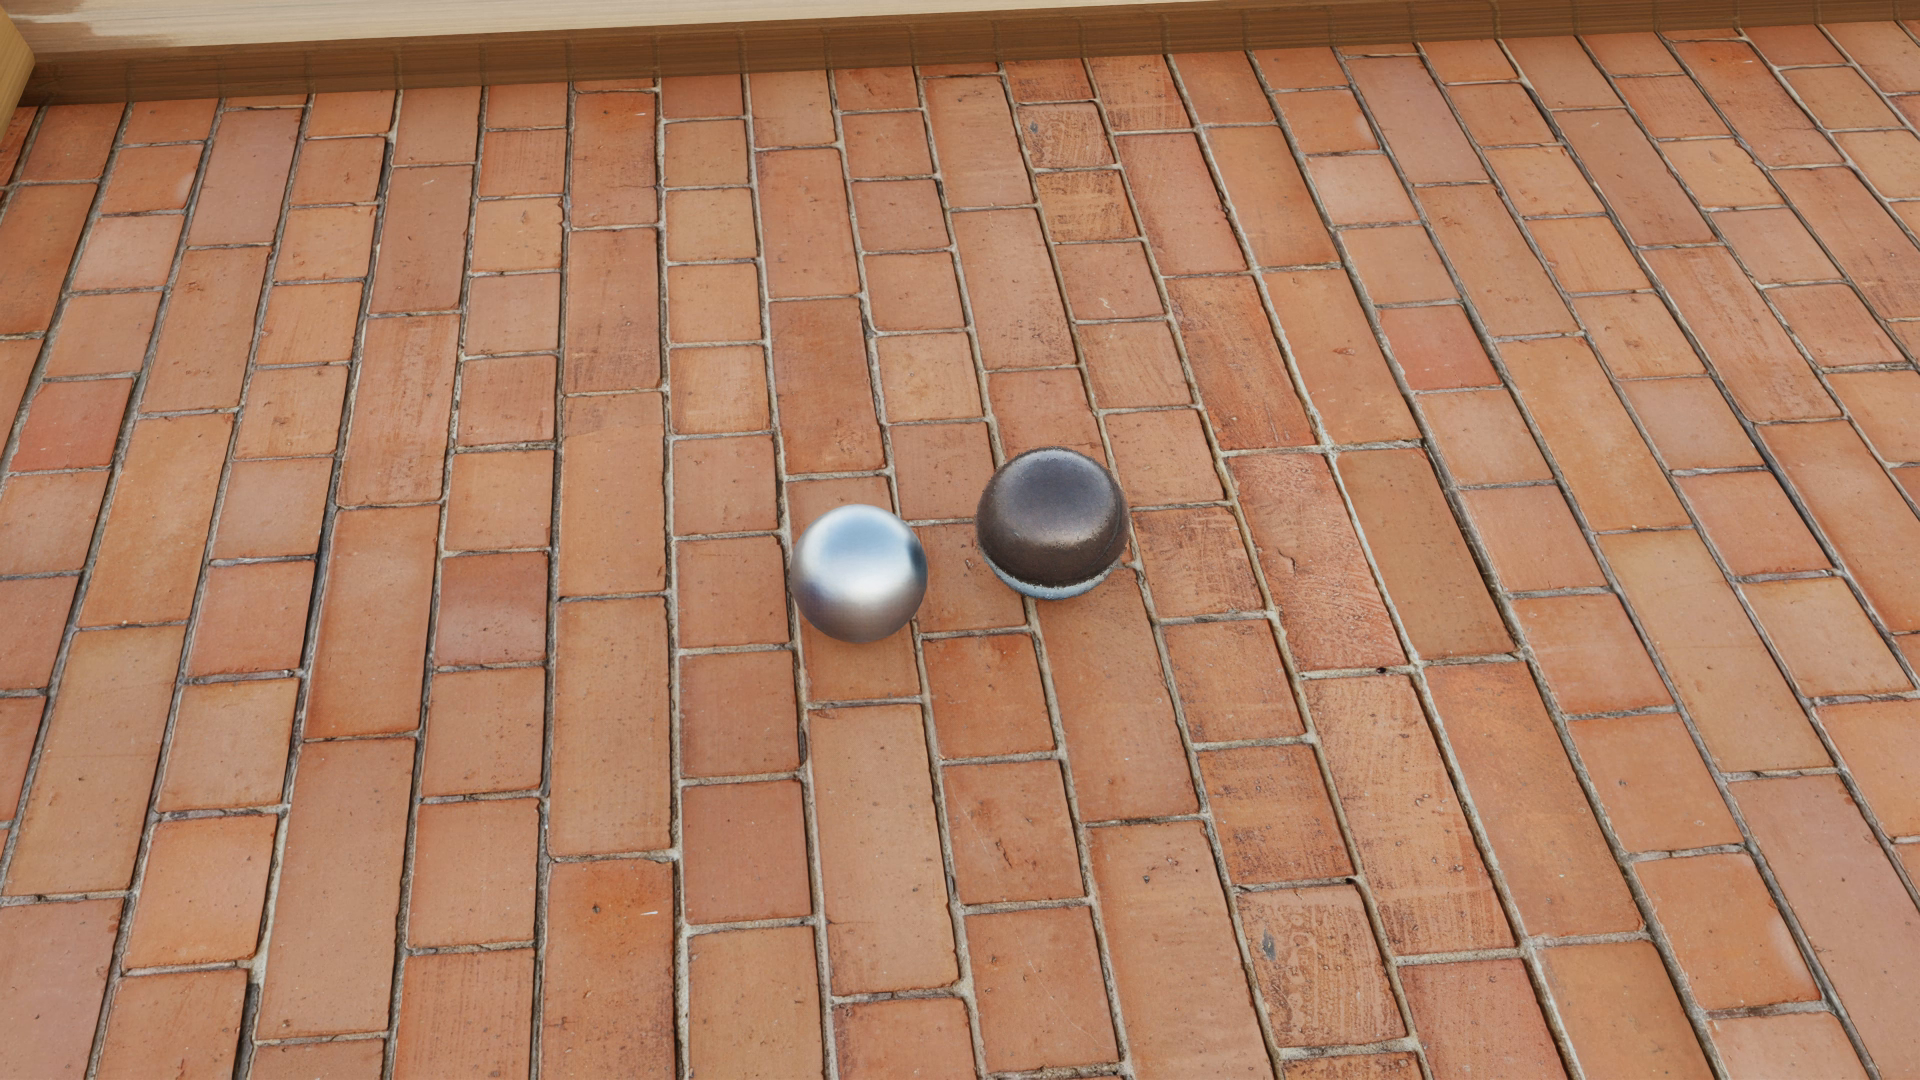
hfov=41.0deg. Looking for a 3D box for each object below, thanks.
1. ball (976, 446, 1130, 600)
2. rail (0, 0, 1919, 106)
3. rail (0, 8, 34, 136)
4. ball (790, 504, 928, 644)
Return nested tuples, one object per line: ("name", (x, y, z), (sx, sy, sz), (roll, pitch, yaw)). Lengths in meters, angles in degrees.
("ball", (0.060, -0.010, 1.655), (0.099, 0.099, 0.099), (0, 36, 0))
("rail", (0.672, -0.514, 2.328), (3.033, 0.129, 0.045), (-4, 36, -5))
("rail", (-0.730, 0.026, 1.577), (0.045, 0.129, 1.590), (-4, 36, -5))
("ball", (-0.064, 0.021, 1.620), (0.088, 0.088, 0.088), (0, 36, 0))
